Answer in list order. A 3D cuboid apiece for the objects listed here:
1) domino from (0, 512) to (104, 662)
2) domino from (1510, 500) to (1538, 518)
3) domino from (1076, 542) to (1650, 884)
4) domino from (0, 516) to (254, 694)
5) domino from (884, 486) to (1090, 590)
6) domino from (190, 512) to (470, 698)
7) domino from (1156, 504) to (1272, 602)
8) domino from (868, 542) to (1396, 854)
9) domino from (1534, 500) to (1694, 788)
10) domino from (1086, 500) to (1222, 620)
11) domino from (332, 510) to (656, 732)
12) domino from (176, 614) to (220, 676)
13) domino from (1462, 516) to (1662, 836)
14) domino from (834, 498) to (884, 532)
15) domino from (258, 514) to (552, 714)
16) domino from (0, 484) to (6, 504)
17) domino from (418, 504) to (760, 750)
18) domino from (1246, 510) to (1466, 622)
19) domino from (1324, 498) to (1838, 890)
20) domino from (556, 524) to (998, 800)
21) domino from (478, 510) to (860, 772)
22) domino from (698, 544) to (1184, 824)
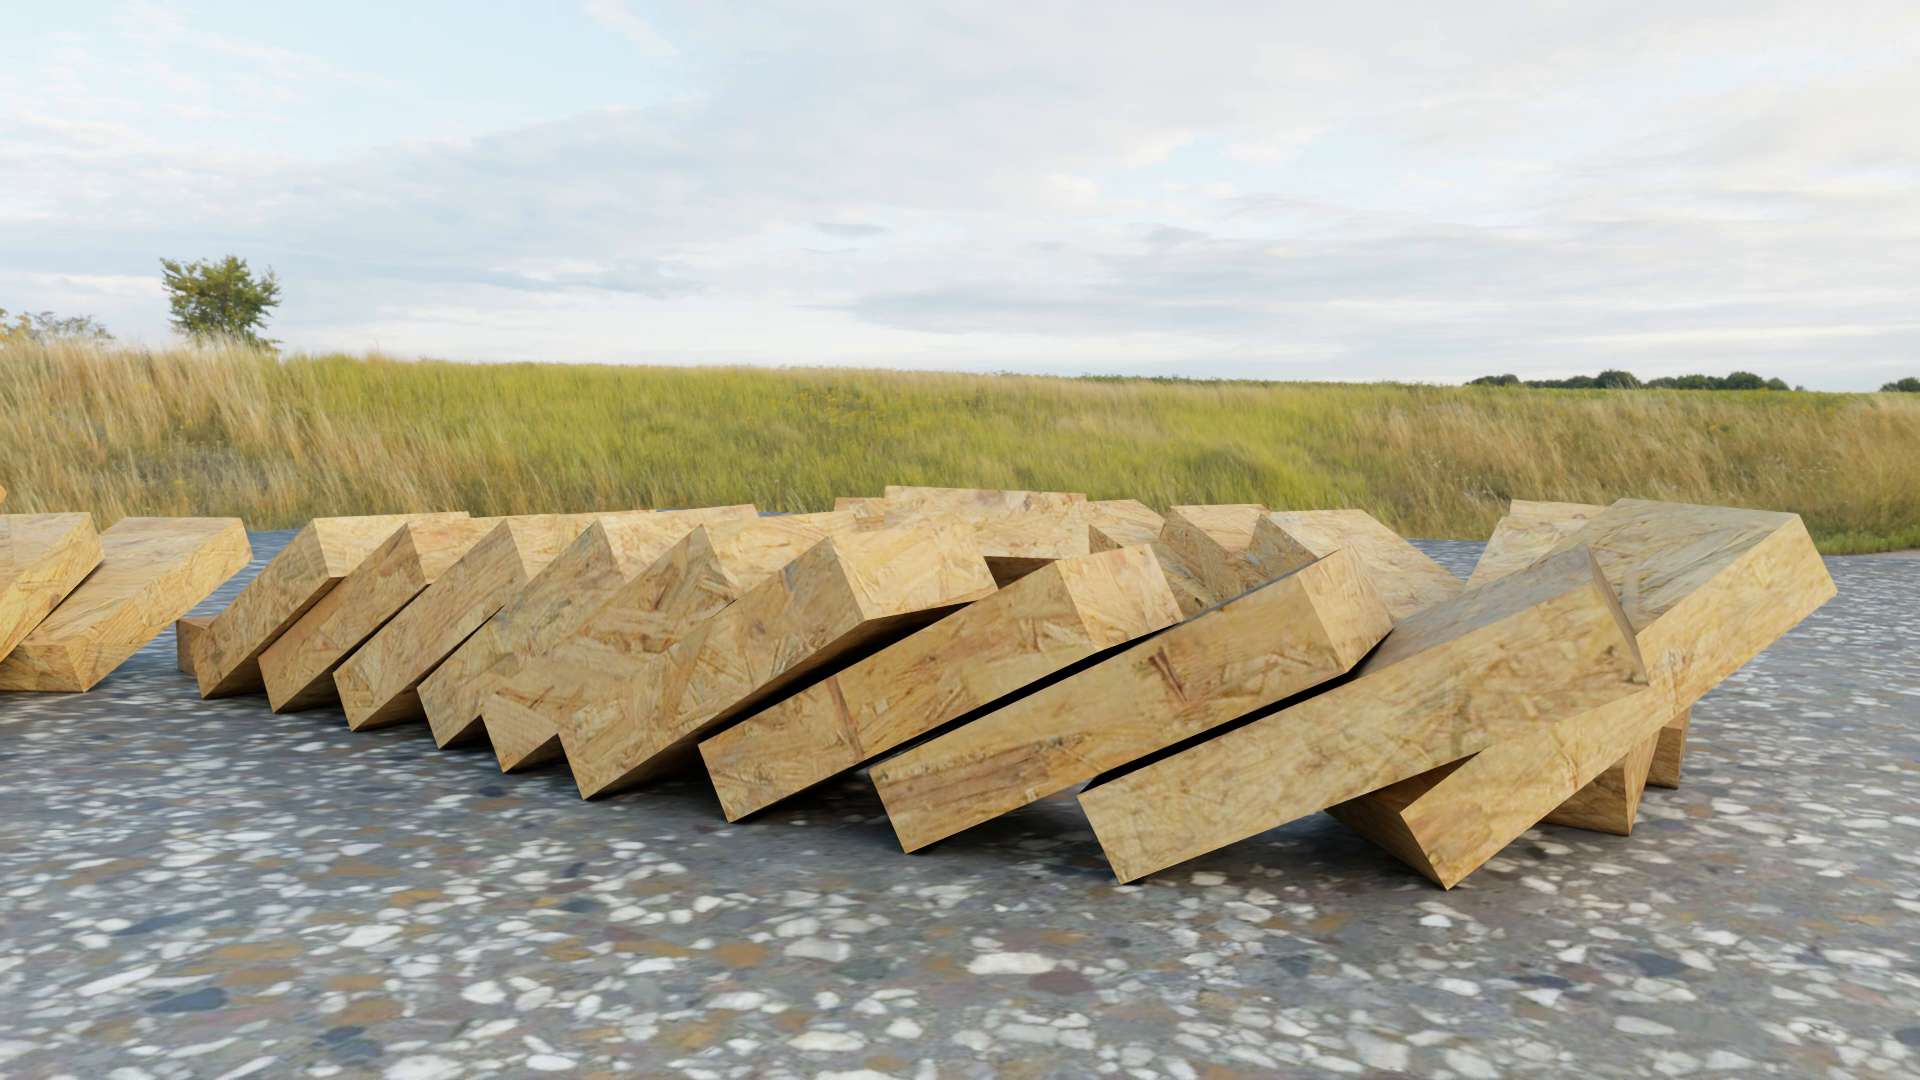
[{"bbox_3d":[-0.171,0.011,0.217,0.025,0.009,0.050,-2,29,-5],"label":"domino"},{"bbox_3d":[0.098,0.011,0.202,0.025,0.010,0.050,8,33,24],"label":"domino"},{"bbox_3d":[0.038,0.017,0.125,0.050,0.010,0.025,-28,-5,25],"label":"domino"},{"bbox_3d":[-0.160,0.011,0.241,0.025,0.009,0.050,0,26,6],"label":"domino"},{"bbox_3d":[0.002,0.011,0.178,0.025,0.009,0.050,2,-31,-3],"label":"domino"},{"bbox_3d":[-0.103,0.011,0.211,0.050,0.009,0.025,-31,-15,35],"label":"domino"},{"bbox_3d":[0.063,0.009,0.245,0.025,0.009,0.050,-2,30,-33],"label":"domino"},{"bbox_3d":[0.018,0.016,0.133,0.050,0.010,0.025,-29,-8,28],"label":"domino"},{"bbox_3d":[0.090,0.012,0.180,0.025,0.010,0.050,7,36,33],"label":"domino"},{"bbox_3d":[0.044,0.008,0.260,0.025,0.010,0.050,-4,32,-44],"label":"domino"},{"bbox_3d":[-0.067,0.012,0.188,0.050,0.009,0.025,-33,-15,32],"label":"domino"},{"bbox_3d":[-0.122,0.019,0.252,0.050,0.009,0.025,-4,6,-45],"label":"domino"},{"bbox_3d":[0.075,0.014,0.161,0.025,0.009,0.050,3,34,38],"label":"domino"},{"bbox_3d":[-0.003,0.010,0.200,0.025,0.010,0.050,1,-28,8],"label":"domino"},{"bbox_3d":[-0.085,0.012,0.200,0.050,0.009,0.025,-31,-14,34],"label":"domino"},{"bbox_3d":[-0.173,0.007,0.198,0.025,0.009,0.050,-2,46,-5],"label":"domino"},{"bbox_3d":[-0.050,0.012,0.176,0.050,0.009,0.025,-35,-16,35],"label":"domino"},{"bbox_3d":[0.076,0.011,0.225,0.025,0.009,0.050,-2,30,-28],"label":"domino"},{"bbox_3d":[0.062,0.014,0.136,0.050,0.009,0.025,-35,11,-6],"label":"domino"},{"bbox_3d":[-0.022,0.015,0.152,0.050,0.009,0.025,-33,-15,32],"label":"domino"},{"bbox_3d":[-0.036,0.013,0.163,0.050,0.009,0.025,-34,-16,33],"label":"domino"},{"bbox_3d":[-0.002,0.016,0.144,0.050,0.010,0.025,-29,-10,28],"label":"domino"}]
